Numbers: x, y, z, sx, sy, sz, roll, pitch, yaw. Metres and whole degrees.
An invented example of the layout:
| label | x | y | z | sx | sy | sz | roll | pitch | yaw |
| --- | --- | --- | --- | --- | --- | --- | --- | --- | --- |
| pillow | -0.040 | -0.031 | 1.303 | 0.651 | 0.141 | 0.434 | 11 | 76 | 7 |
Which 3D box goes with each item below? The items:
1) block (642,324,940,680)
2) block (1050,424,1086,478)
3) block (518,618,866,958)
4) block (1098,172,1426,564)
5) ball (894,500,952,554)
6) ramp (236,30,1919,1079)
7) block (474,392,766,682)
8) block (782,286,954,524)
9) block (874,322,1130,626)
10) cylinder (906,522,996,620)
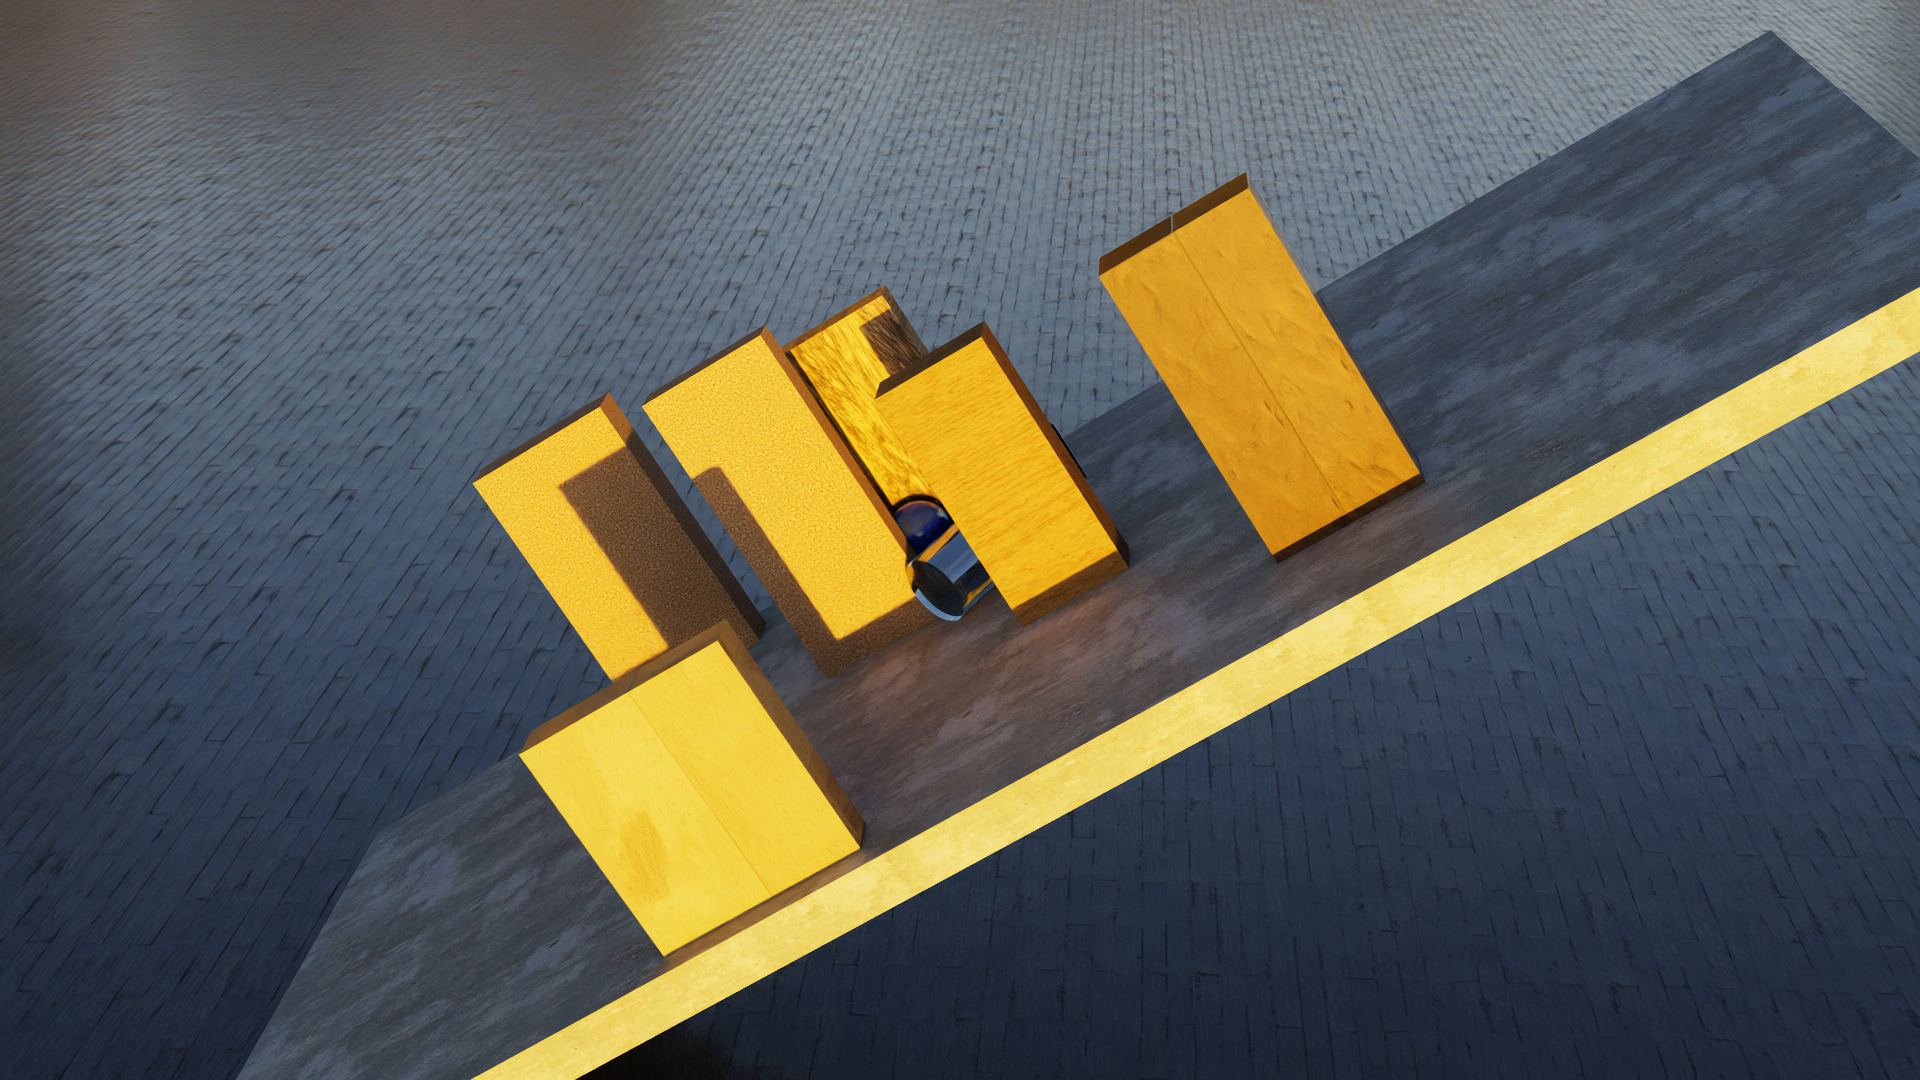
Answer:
| label | x | y | z | sx | sy | sz | roll | pitch | yaw |
| --- | --- | --- | --- | --- | --- | --- | --- | --- | --- |
| block | -0.358 | -0.078 | 6.458 | 0.308 | 0.743 | 0.087 | -30 | 15 | 13 |
| block | 0.161 | -0.150 | 6.768 | 0.152 | 0.152 | 0.152 | -15 | 23 | 50 |
| block | -0.497 | 0.469 | 5.517 | 0.445 | 0.486 | 0.112 | -30 | 15 | 13 |
| block | 0.563 | -0.317 | 5.481 | 0.315 | 0.651 | 0.135 | -30 | 15 | 13 |
| ball | -0.087 | -0.018 | 6.580 | 0.140 | 0.140 | 0.140 | 0 | 20 | 0 |
| ramp | 0.141 | 0.169 | 6.290 | 4.000 | 0.100 | 2.000 | -30 | 15 | 13 |
| block | -0.824 | 0.034 | 7.167 | 0.372 | 0.695 | 0.124 | -30 | 15 | 13 |
| block | -0.148 | -0.209 | 6.636 | 0.353 | 0.641 | 0.088 | -30 | 15 | 13 |
| block | 0.090 | -0.133 | 6.035 | 0.254 | 0.573 | 0.124 | -30 | 15 | 13 |
| cylinder | -0.002 | 0.063 | 6.413 | 0.163 | 0.163 | 0.163 | 18 | 48 | 41 |
